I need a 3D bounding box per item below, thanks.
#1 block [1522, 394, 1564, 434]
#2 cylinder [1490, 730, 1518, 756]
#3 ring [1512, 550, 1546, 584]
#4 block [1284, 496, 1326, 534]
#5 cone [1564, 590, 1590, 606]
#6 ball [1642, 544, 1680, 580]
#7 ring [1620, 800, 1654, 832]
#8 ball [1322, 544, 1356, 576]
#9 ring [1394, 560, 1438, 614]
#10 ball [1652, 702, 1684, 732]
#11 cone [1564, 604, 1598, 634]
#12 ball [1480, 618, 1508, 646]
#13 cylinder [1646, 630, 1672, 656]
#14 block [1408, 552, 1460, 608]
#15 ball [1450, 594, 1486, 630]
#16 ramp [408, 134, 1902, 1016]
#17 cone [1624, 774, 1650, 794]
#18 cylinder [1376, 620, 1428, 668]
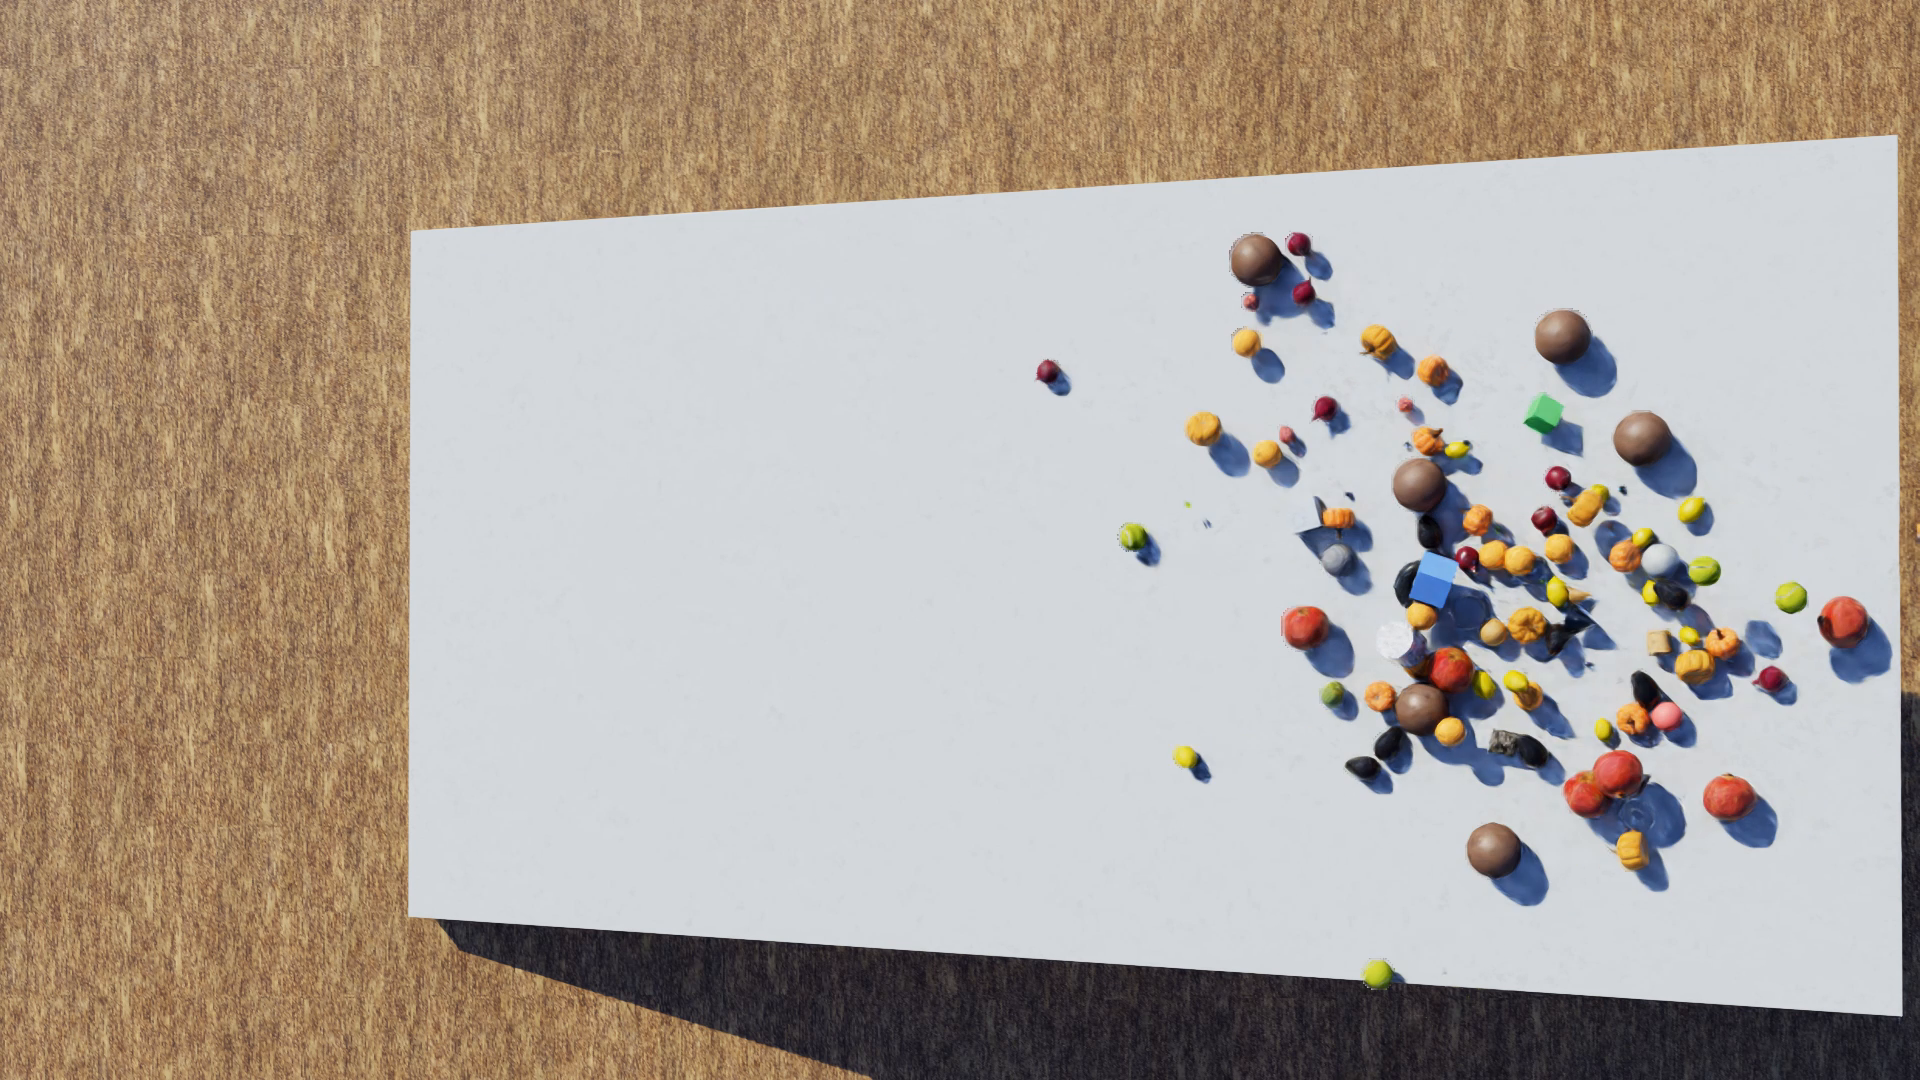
[{"bbox_3d":[1.386,-0.298,5.221,0.061,0.061,0.061,29,69,-3],"label":"block"},{"bbox_3d":[1.303,0.486,5.269,0.057,0.057,0.057,9,89,22],"label":"cylinder"},{"bbox_3d":[1.362,0.065,5.269,0.080,0.027,0.080,-1,87,21],"label":"ring"},{"bbox_3d":[0.854,-0.061,5.438,0.077,0.077,0.077,-16,84,20],"label":"block"},{"bbox_3d":[1.472,0.132,5.216,0.054,0.054,0.054,-26,89,33],"label":"cone"},{"bbox_3d":[1.635,0.050,5.133,0.085,0.085,0.085,0,89,0],"label":"ball"},{"bbox_3d":[1.581,0.642,5.134,0.083,0.028,0.083,18,123,29],"label":"ring"},{"bbox_3d":[0.931,0.050,5.405,0.081,0.081,0.081,0,89,0],"label":"ball"},{"bbox_3d":[1.122,0.113,5.352,0.131,0.044,0.131,0,89,20],"label":"ring"},{"bbox_3d":[1.651,0.412,5.132,0.070,0.070,0.070,0,89,0],"label":"ball"},{"bbox_3d":[1.476,0.192,5.180,0.072,0.072,0.072,-3,96,-30],"label":"cone"},{"bbox_3d":[1.281,0.222,5.277,0.067,0.067,0.067,0,89,0],"label":"ball"},{"bbox_3d":[1.635,0.240,5.144,0.053,0.053,0.053,-3,78,0],"label":"cylinder"},{"bbox_3d":[1.135,0.095,5.264,0.084,0.084,0.084,20,132,13],"label":"block"},{"bbox_3d":[1.223,0.175,5.290,0.086,0.086,0.086,0,89,0],"label":"ball"},{"bbox_3d":[0.282,0.088,5.749,4.000,0.100,2.000,0,89,21],"label":"ramp"},{"bbox_3d":[1.579,0.560,5.151,0.056,0.056,0.056,25,89,22],"label":"cone"},{"bbox_3d":[1.062,0.250,5.284,0.094,0.094,0.094,-12,68,31],"label":"cylinder"}]
